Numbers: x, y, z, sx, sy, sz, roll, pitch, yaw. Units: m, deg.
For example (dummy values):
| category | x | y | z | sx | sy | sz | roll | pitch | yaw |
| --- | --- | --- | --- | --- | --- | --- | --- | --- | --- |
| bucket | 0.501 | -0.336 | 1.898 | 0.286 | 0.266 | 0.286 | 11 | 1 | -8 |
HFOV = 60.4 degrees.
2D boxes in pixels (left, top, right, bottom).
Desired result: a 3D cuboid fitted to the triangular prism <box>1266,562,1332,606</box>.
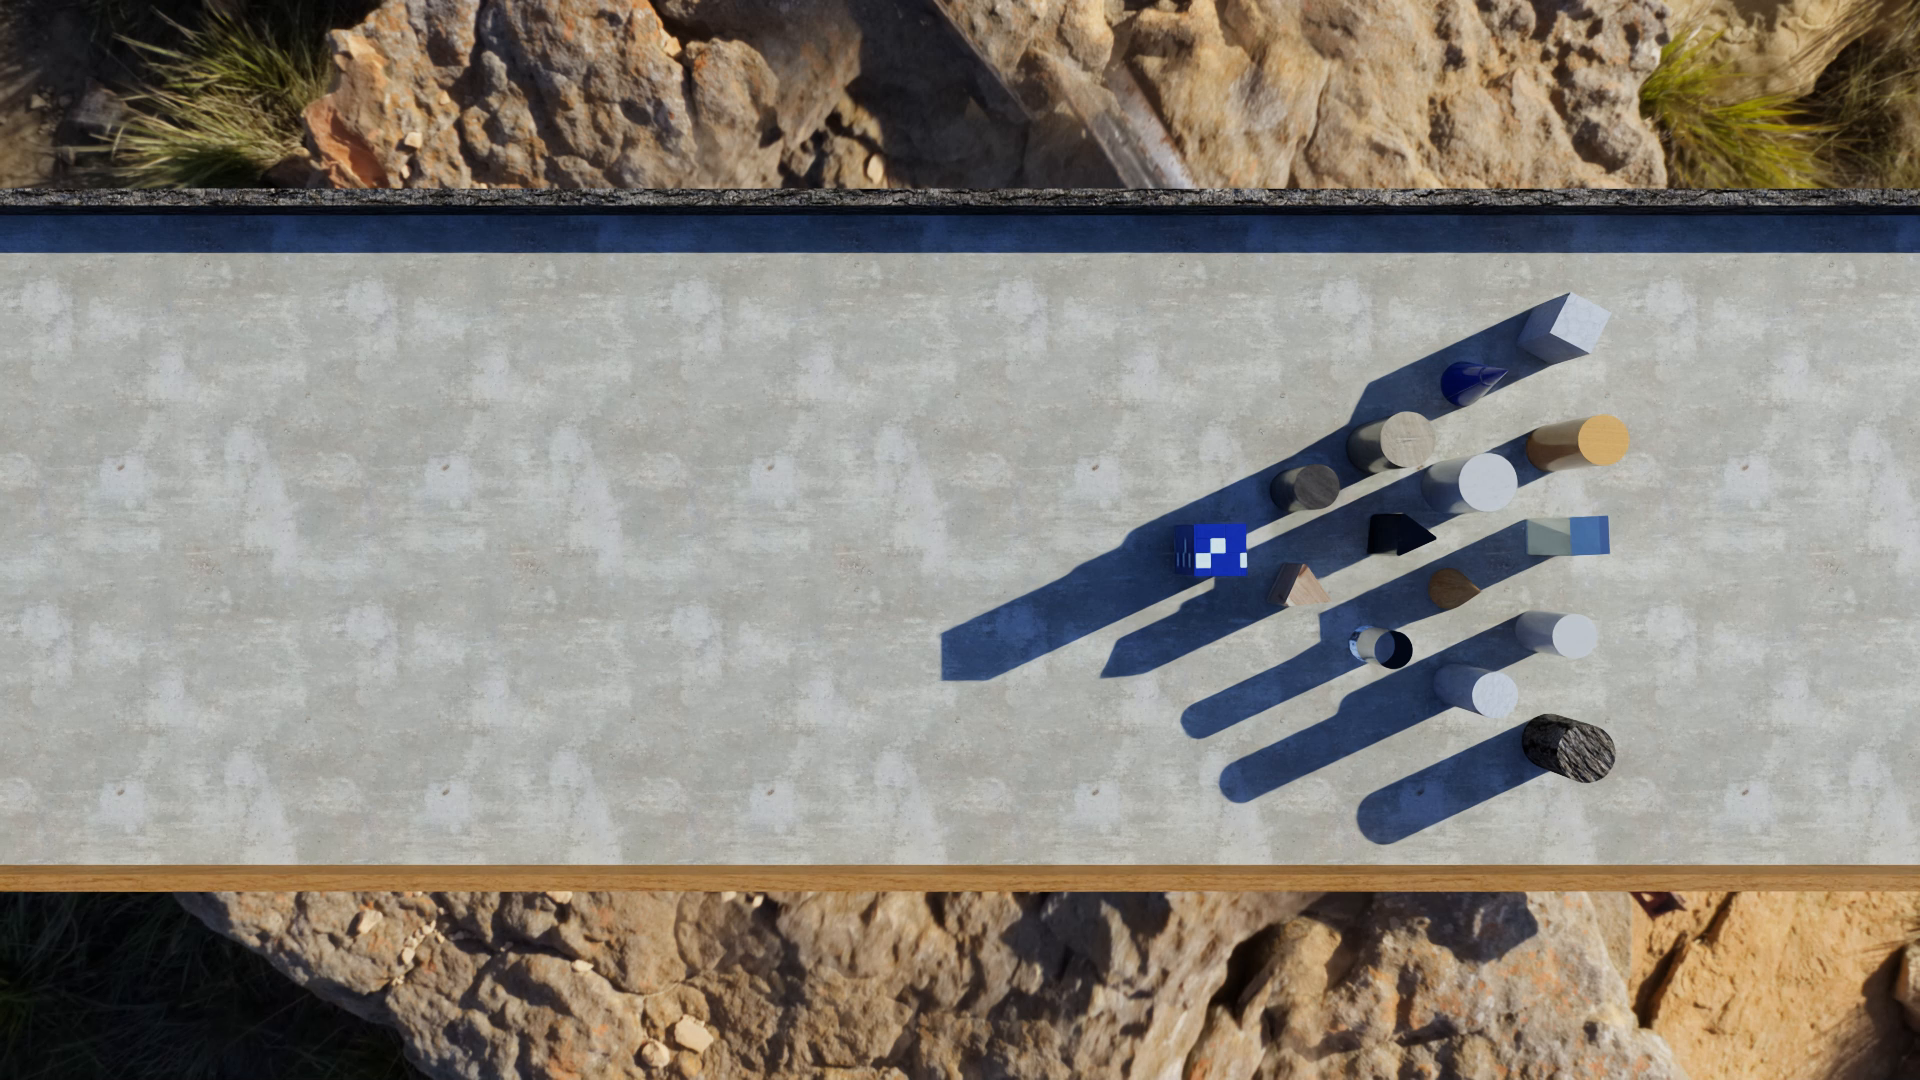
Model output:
| category | x | y | z | sx | sy | sz | roll | pitch | yaw |
| --- | --- | --- | --- | --- | --- | --- | --- | --- | --- |
| triangular prism | 1.003 | 0.126 | 4.926 | 0.132 | 0.301 | 0.115 | -6 | 90 | 0 |

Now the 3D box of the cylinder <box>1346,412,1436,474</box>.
| category | x | y | z | sx | sy | sz | roll | pitch | yaw |
| --- | --- | --- | --- | --- | --- | --- | --- | --- | --- |
| cylinder | 1.267 | -0.285 | 4.872 | 0.158 | 0.409 | 0.158 | 0 | 90 | 0 |

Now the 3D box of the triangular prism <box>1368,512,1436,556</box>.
| category | x | y | z | sx | sy | sz | roll | pitch | yaw |
| --- | --- | --- | --- | --- | --- | --- | --- | --- | --- |
| triangular prism | 1.290 | -0.029 | 4.903 | 0.123 | 0.347 | 0.107 | -24 | 90 | 0 |

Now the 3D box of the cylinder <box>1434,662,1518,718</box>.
| category | x | y | z | sx | sy | sz | roll | pitch | yaw |
| --- | --- | --- | --- | --- | --- | --- | --- | --- | --- |
| cylinder | 1.521 | 0.442 | 4.882 | 0.131 | 0.389 | 0.131 | 0 | 90 | 0 |

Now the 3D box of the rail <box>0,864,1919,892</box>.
| category | x | y | z | sx | sy | sz | roll | pitch | yaw |
| --- | --- | --- | --- | --- | --- | --- | --- | --- | --- |
| rail | -2.247 | 1.025 | 5.001 | 12.000 | 0.150 | 0.050 | 0 | 90 | 0 |

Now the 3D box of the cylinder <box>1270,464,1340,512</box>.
| category | x | y | z | sx | sy | sz | roll | pitch | yaw |
| --- | --- | --- | --- | --- | --- | --- | --- | --- | --- |
| cylinder | 1.019 | -0.152 | 4.891 | 0.130 | 0.371 | 0.130 | 0 | 90 | 0 |

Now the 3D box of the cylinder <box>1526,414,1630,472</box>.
| category | x | y | z | sx | sy | sz | roll | pitch | yaw |
| --- | --- | --- | --- | --- | --- | --- | --- | --- | --- |
| cylinder | 1.813 | -0.282 | 4.860 | 0.144 | 0.433 | 0.144 | 0 | 90 | 0 |

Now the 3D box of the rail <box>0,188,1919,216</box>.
| category | x | y | z | sx | sy | sz | roll | pitch | yaw |
| --- | --- | --- | --- | --- | --- | --- | --- | --- | --- |
| rail | -2.247 | -1.025 | 5.002 | 12.000 | 0.150 | 0.050 | 0 | 90 | 0 |

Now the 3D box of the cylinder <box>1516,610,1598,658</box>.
| category | x | y | z | sx | sy | sz | roll | pitch | yaw |
| --- | --- | --- | --- | --- | --- | --- | --- | --- | --- |
| cylinder | 1.773 | 0.278 | 4.916 | 0.130 | 0.321 | 0.130 | 0 | 90 | 0 |

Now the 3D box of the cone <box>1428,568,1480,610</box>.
| category | x | y | z | sx | sy | sz | roll | pitch | yaw |
| --- | --- | --- | --- | --- | --- | --- | --- | --- | --- |
| cone | 1.505 | 0.150 | 4.917 | 0.127 | 0.319 | 0.127 | 0 | 90 | 0 |

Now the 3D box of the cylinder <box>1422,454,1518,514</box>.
| category | x | y | z | sx | sy | sz | roll | pitch | yaw |
| --- | --- | --- | --- | --- | --- | --- | --- | --- | --- |
| cylinder | 1.505 | -0.164 | 4.888 | 0.167 | 0.377 | 0.167 | 0 | 90 | 0 |

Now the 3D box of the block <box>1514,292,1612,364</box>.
| category | x | y | z | sx | sy | sz | roll | pitch | yaw |
| --- | --- | --- | --- | --- | --- | --- | --- | --- | --- |
| block | 1.797 | -0.629 | 4.925 | 0.133 | 0.302 | 0.133 | 27 | 90 | 0 |

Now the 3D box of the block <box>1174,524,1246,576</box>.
| category | x | y | z | sx | sy | sz | roll | pitch | yaw |
| --- | --- | --- | --- | --- | --- | --- | --- | --- | --- |
| block | 0.735 | 0.028 | 4.864 | 0.147 | 0.425 | 0.147 | -1 | 90 | 0 |

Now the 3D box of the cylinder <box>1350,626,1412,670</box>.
| category | x | y | z | sx | sy | sz | roll | pitch | yaw |
| --- | --- | --- | --- | --- | --- | --- | --- | --- | --- |
| cylinder | 1.254 | 0.318 | 4.923 | 0.112 | 0.306 | 0.112 | 0 | 90 | 0 |

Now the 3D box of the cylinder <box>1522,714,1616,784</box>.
| category | x | y | z | sx | sy | sz | roll | pitch | yaw |
| --- | --- | --- | --- | --- | --- | --- | --- | --- | --- |
| cylinder | 1.814 | 0.619 | 4.926 | 0.170 | 0.300 | 0.170 | 0 | 90 | 0 |

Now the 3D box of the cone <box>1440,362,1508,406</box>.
| category | x | y | z | sx | sy | sz | roll | pitch | yaw |
| --- | --- | --- | --- | --- | --- | --- | --- | --- | --- |
| cone | 1.548 | -0.480 | 4.861 | 0.139 | 0.430 | 0.139 | 0 | 90 | 0 |

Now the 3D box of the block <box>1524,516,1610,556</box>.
| category | x | y | z | sx | sy | sz | roll | pitch | yaw |
| --- | --- | --- | --- | --- | --- | --- | --- | --- | --- |
| block | 1.796 | -0.012 | 4.890 | 0.110 | 0.373 | 0.110 | -3 | 90 | 0 |
